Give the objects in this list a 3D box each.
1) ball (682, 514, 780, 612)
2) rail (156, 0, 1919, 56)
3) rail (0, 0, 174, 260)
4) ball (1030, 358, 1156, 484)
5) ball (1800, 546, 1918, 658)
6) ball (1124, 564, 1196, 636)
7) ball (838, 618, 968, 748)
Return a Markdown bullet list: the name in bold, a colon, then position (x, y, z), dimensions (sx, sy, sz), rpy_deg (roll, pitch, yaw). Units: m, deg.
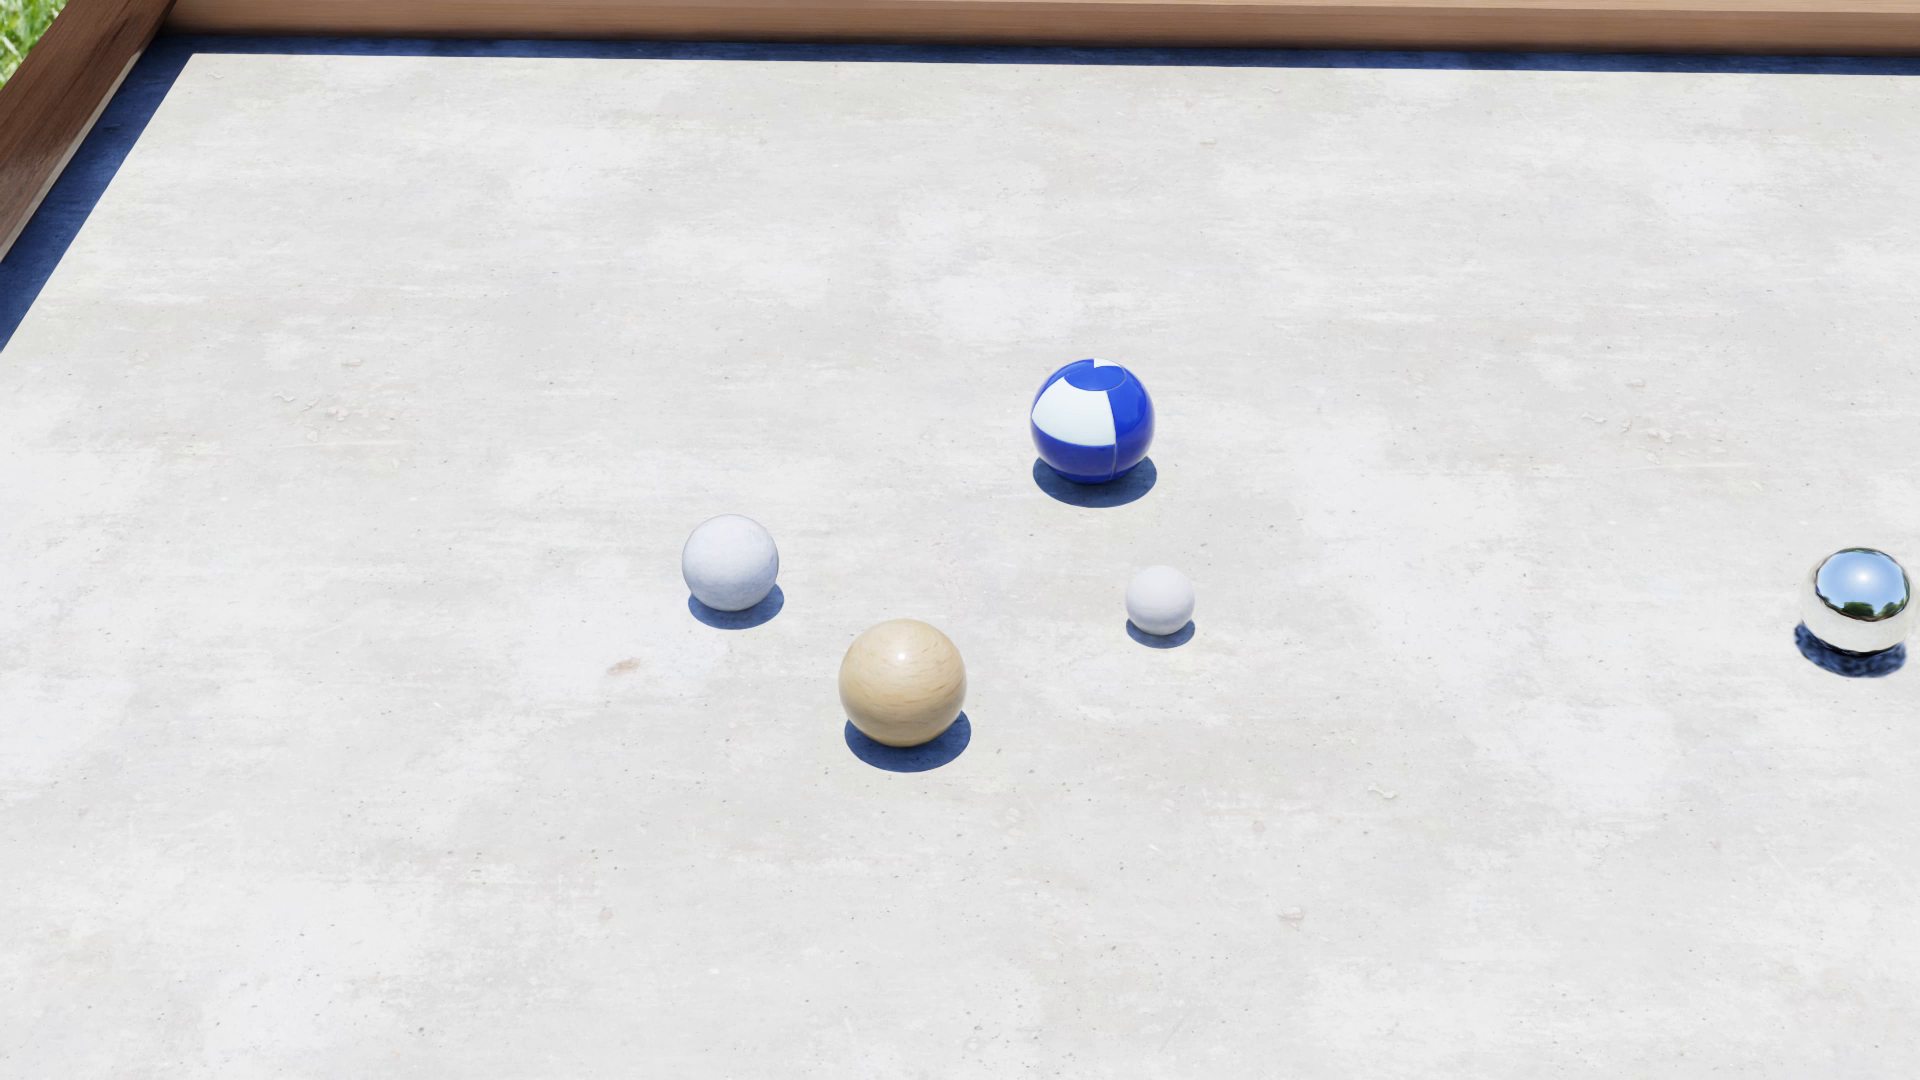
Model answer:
- **ball**: position (-0.156, 0.015, 1.738), dimensions (0.066, 0.066, 0.066), rpy_deg (0, 36, 0)
- **rail**: position (0.840, -0.502, 2.417), dimensions (3.261, 0.119, 0.045), rpy_deg (1, 36, 1)
- **rail**: position (-0.791, -0.034, 1.760), dimensions (0.045, 0.119, 1.758), rpy_deg (1, 36, 1)
- **ball**: position (0.096, -0.086, 1.858), dimensions (0.092, 0.092, 0.092), rpy_deg (0, 36, 0)
- **ball**: position (0.594, 0.041, 1.696), dimensions (0.074, 0.074, 0.074), rpy_deg (0, 36, 0)
- **ball**: position (0.134, 0.040, 1.720), dimensions (0.047, 0.047, 0.047), rpy_deg (0, 36, 0)
- **ball**: position (-0.036, 0.090, 1.620), dimensions (0.082, 0.082, 0.082), rpy_deg (0, 36, 0)
